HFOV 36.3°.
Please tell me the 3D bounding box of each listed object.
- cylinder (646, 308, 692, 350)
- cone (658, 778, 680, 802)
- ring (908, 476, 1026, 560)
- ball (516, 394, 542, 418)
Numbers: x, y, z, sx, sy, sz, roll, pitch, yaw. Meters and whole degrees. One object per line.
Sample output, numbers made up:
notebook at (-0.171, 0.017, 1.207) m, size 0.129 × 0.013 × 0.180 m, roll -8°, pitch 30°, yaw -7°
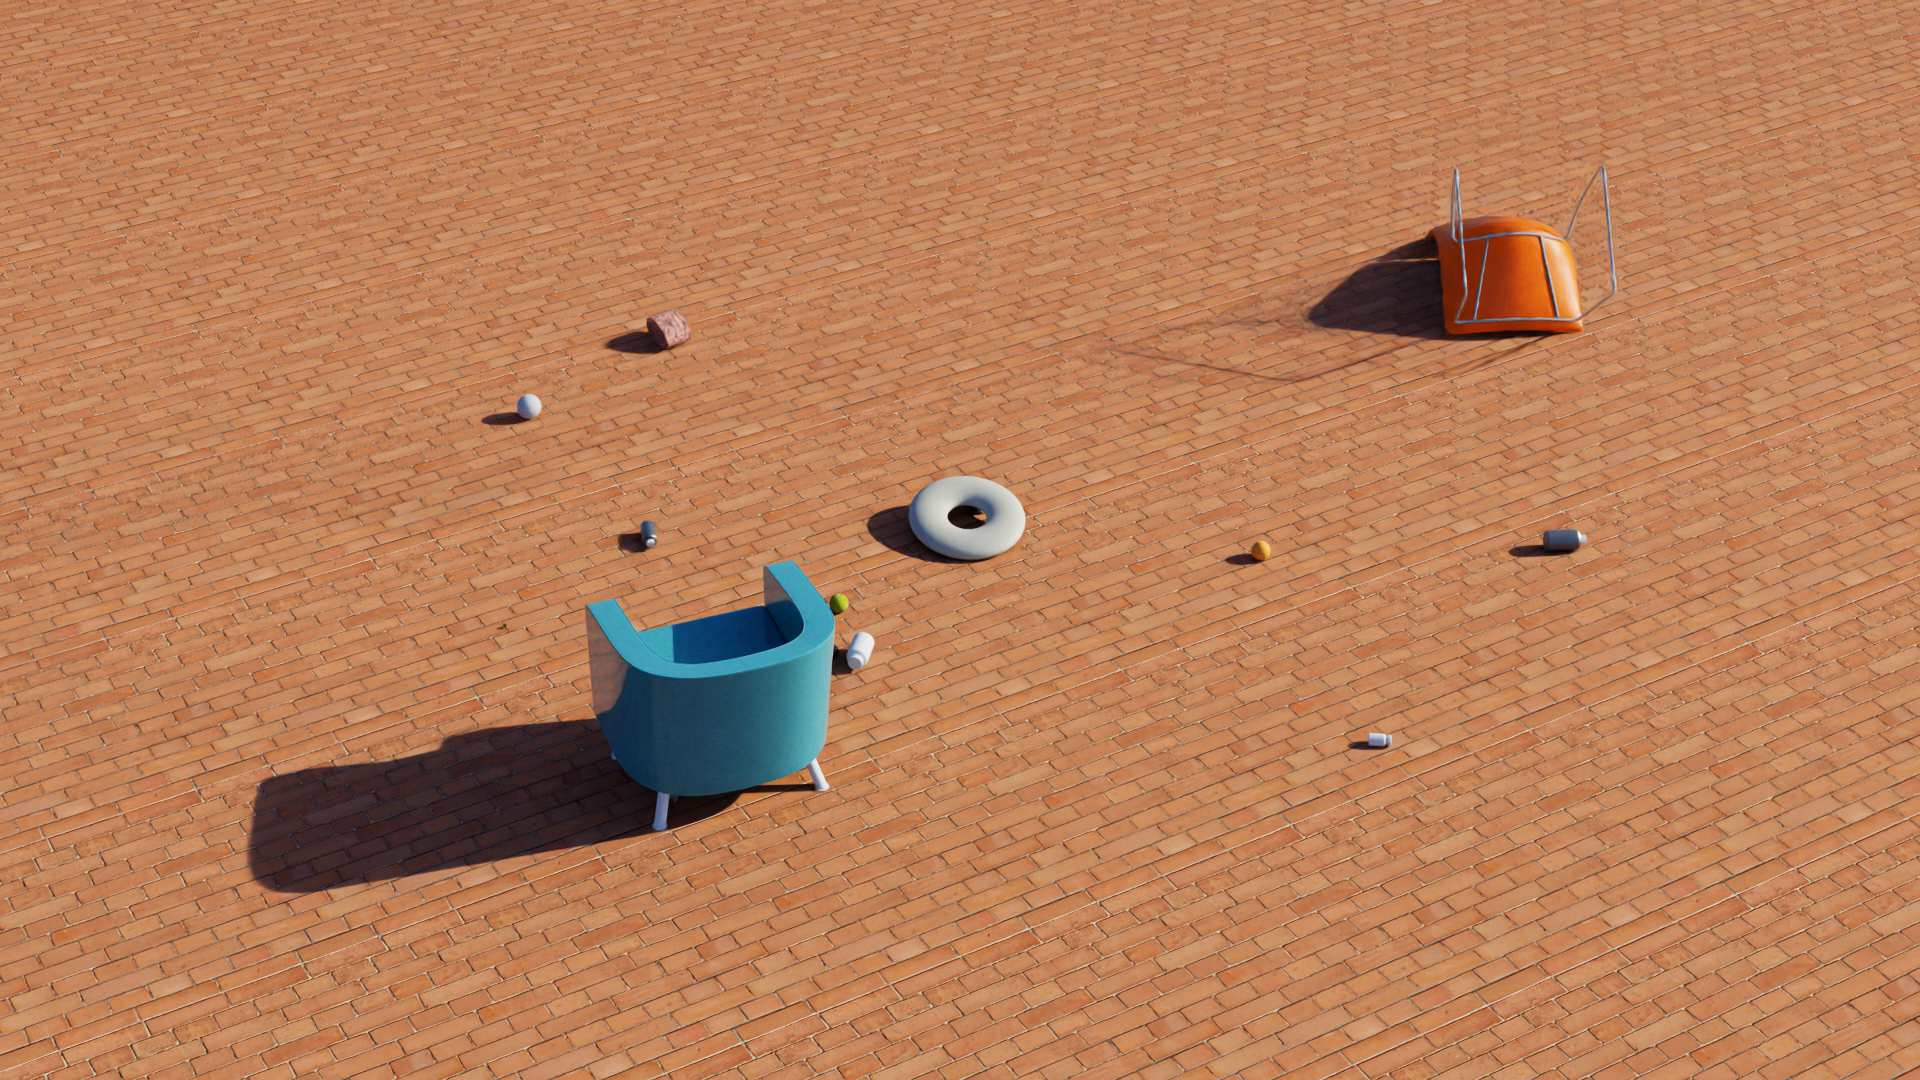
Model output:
cylinder at (-1.210, -0.876, 12.169) m, size 0.117 × 0.104 × 0.167 m, roll -25°, pitch 62°, yaw -31°
cone at (-0.945, 0.836, 9.651) m, size 0.073 × 0.055 × 0.086 m, roll -16°, pitch 54°, yaw -12°
ring at (0.026, -0.084, 10.957) m, size 0.451 × 0.073 × 0.417 m, roll 28°, pitch 52°, yaw 26°
ball at (-1.714, -0.532, 11.661) m, size 0.099 × 0.099 × 0.099 m, roll 0°, pitch 33°, yaw 0°
